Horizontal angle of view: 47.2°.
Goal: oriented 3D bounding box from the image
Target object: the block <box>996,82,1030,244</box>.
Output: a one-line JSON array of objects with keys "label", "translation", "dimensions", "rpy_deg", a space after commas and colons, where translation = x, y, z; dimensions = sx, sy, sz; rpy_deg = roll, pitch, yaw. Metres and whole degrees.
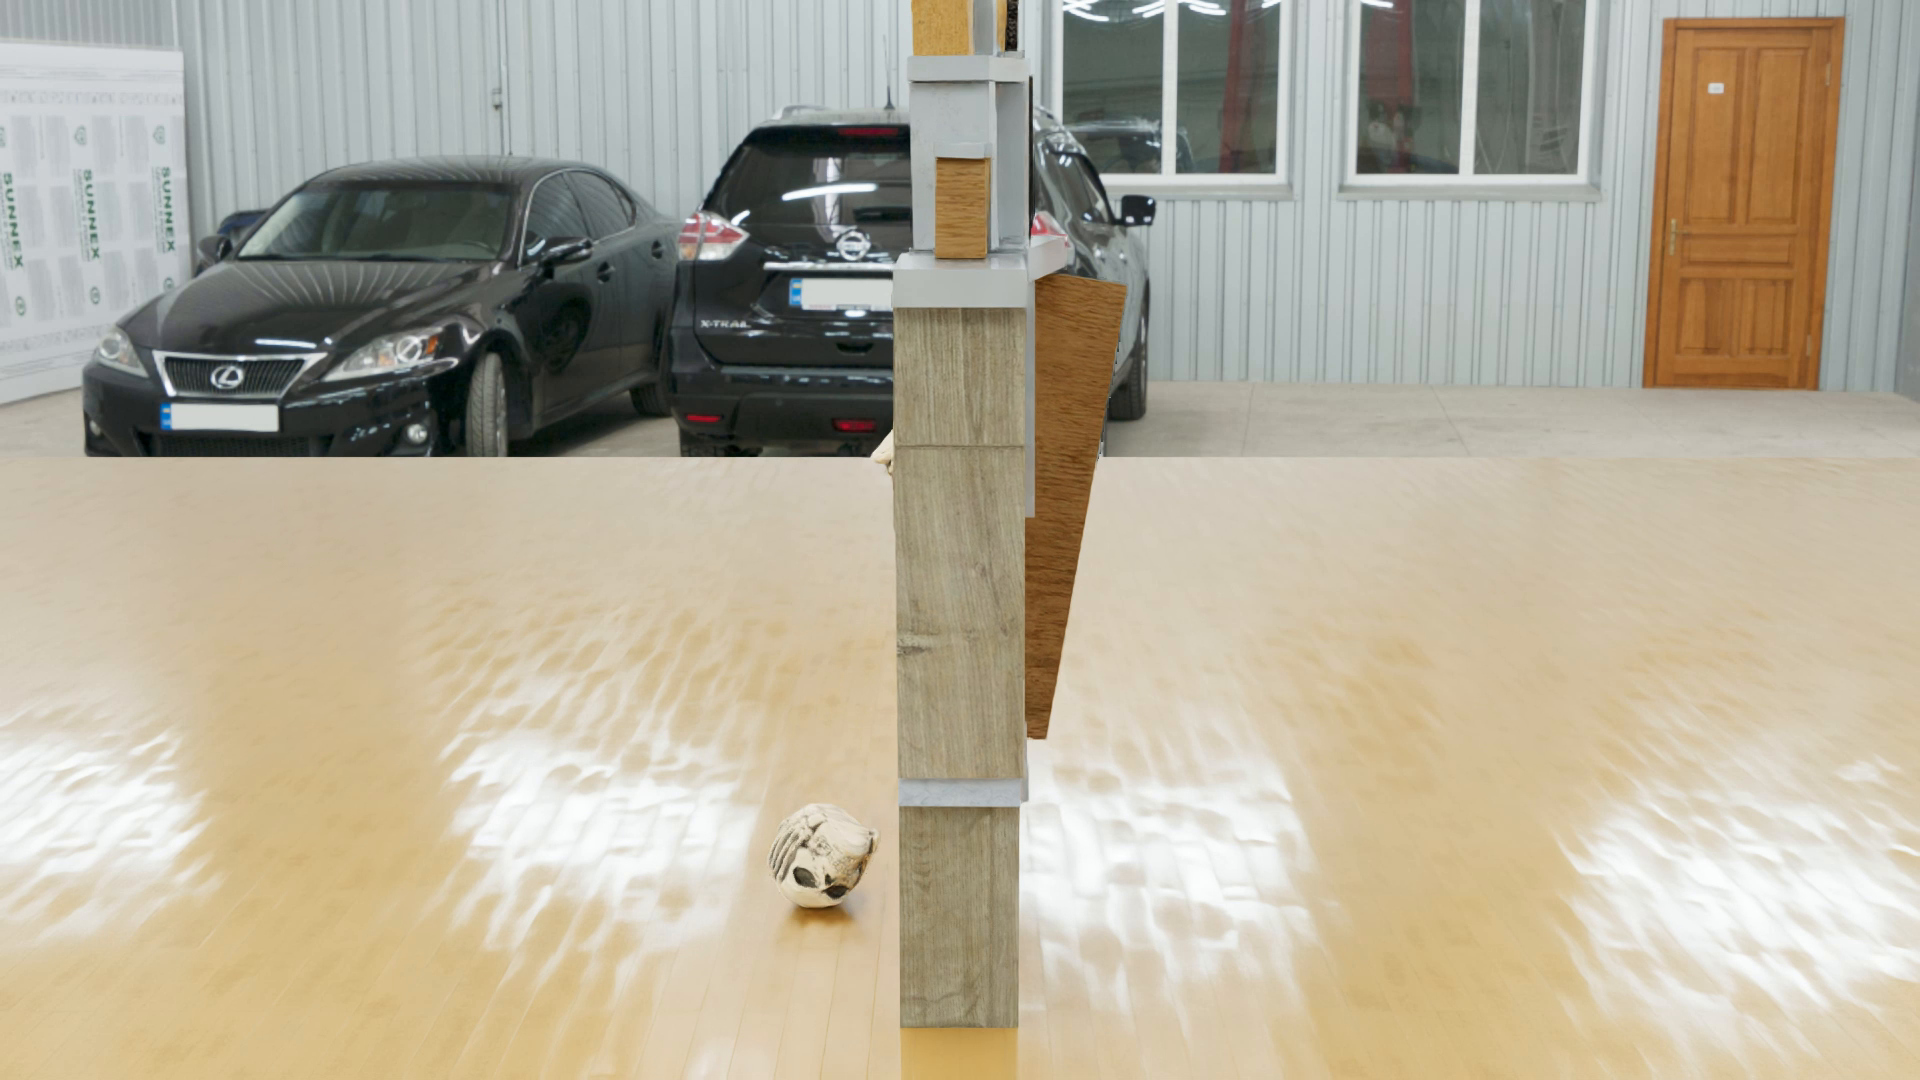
[{"label": "block", "translation": [0.042, -0.563, 3.286], "dimensions": [0.117, 0.235, 0.033], "rpy_deg": [2, 11, 13]}]

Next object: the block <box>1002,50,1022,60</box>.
[{"label": "block", "translation": [0.022, -0.739, 3.432], "dimensions": [0.119, 0.034, 0.238], "rpy_deg": [0, 9, -6]}]

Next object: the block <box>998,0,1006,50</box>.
[{"label": "block", "translation": [0.038, -0.809, 3.347], "dimensions": [0.065, 0.130, 0.018], "rpy_deg": [2, 8, -3]}]

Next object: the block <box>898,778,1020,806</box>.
[{"label": "block", "translation": [0.002, 0.313, 3.188], "dimensions": [0.168, 0.048, 0.337], "rpy_deg": [0, 11, 1]}]

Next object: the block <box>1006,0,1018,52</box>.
[{"label": "block", "translation": [0.017, -0.916, 3.493], "dimensions": [0.149, 0.298, 0.042], "rpy_deg": [0, 8, -6]}]

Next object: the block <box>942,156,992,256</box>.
[{"label": "block", "translation": [0.007, -0.468, 3.079], "dimensions": [0.067, 0.135, 0.019], "rpy_deg": [3, 1, 3]}]

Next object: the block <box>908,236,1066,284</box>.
[{"label": "block", "translation": [0.047, -0.428, 3.334], "dimensions": [0.174, 0.049, 0.347], "rpy_deg": [2, 11, 12]}]

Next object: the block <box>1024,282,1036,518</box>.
[{"label": "block", "translation": [0.020, -0.206, 3.235], "dimensions": [0.174, 0.347, 0.049], "rpy_deg": [-2, 11, -10]}]

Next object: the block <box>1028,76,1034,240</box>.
[{"label": "block", "translation": [0.051, -0.587, 3.379], "dimensions": [0.119, 0.246, 0.034], "rpy_deg": [0, 10, -1]}]

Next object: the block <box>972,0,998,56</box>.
[{"label": "block", "translation": [0.011, -0.779, 3.170], "dimensions": [0.082, 0.165, 0.023], "rpy_deg": [3, 14, 15]}]

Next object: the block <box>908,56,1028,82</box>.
[{"label": "block", "translation": [0.014, -0.680, 3.180], "dimensions": [0.117, 0.033, 0.235], "rpy_deg": [3, 11, 15]}]

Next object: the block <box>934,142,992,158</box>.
[{"label": "block", "translation": [0.005, -0.538, 3.033], "dimensions": [0.067, 0.019, 0.135], "rpy_deg": [3, 11, 6]}]

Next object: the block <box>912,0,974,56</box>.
[{"label": "block", "translation": [-0.025, -0.759, 3.063], "dimensions": [0.082, 0.165, 0.023], "rpy_deg": [4, 15, 20]}]

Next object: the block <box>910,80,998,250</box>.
[{"label": "block", "translation": [-0.008, -0.534, 3.138], "dimensions": [0.117, 0.235, 0.033], "rpy_deg": [3, 15, 17]}]

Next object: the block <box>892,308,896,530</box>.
[{"label": "block", "translation": [-0.008, -0.184, 3.139], "dimensions": [0.171, 0.343, 0.049], "rpy_deg": [1, 13, 6]}]

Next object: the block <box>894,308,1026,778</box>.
[{"label": "block", "translation": [0.000, 0.005, 2.949], "dimensions": [0.171, 0.644, 0.049], "rpy_deg": [0, 13, 0]}]

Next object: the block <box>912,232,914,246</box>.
[{"label": "block", "translation": [0.018, -0.503, 3.695], "dimensions": [0.178, 0.050, 0.356], "rpy_deg": [1, 12, 1]}]

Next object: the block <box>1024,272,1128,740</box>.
[{"label": "block", "translation": [0.116, -0.054, 3.560], "dimensions": [0.174, 0.754, 0.049], "rpy_deg": [8, 10, -7]}]

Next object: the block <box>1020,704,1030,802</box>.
[{"label": "block", "translation": [0.034, 0.200, 3.465], "dimensions": [0.132, 0.460, 0.037], "rpy_deg": [-3, 19, 1]}]

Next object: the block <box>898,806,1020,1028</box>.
[{"label": "block", "translation": [-0.001, 0.522, 3.112], "dimensions": [0.168, 0.337, 0.048], "rpy_deg": [0, 11, 0]}]

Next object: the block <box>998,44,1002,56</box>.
[{"label": "block", "translation": [0.031, -0.741, 3.257], "dimensions": [0.046, 0.013, 0.093], "rpy_deg": [3, -25, 15]}]

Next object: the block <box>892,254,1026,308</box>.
[{"label": "block", "translation": [0.000, -0.354, 2.983], "dimensions": [0.171, 0.049, 0.343], "rpy_deg": [0, 11, 0]}]

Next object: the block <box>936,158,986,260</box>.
[{"label": "block", "translation": [0.001, -0.450, 2.991], "dimensions": [0.068, 0.135, 0.019], "rpy_deg": [0, 1, 0]}]
